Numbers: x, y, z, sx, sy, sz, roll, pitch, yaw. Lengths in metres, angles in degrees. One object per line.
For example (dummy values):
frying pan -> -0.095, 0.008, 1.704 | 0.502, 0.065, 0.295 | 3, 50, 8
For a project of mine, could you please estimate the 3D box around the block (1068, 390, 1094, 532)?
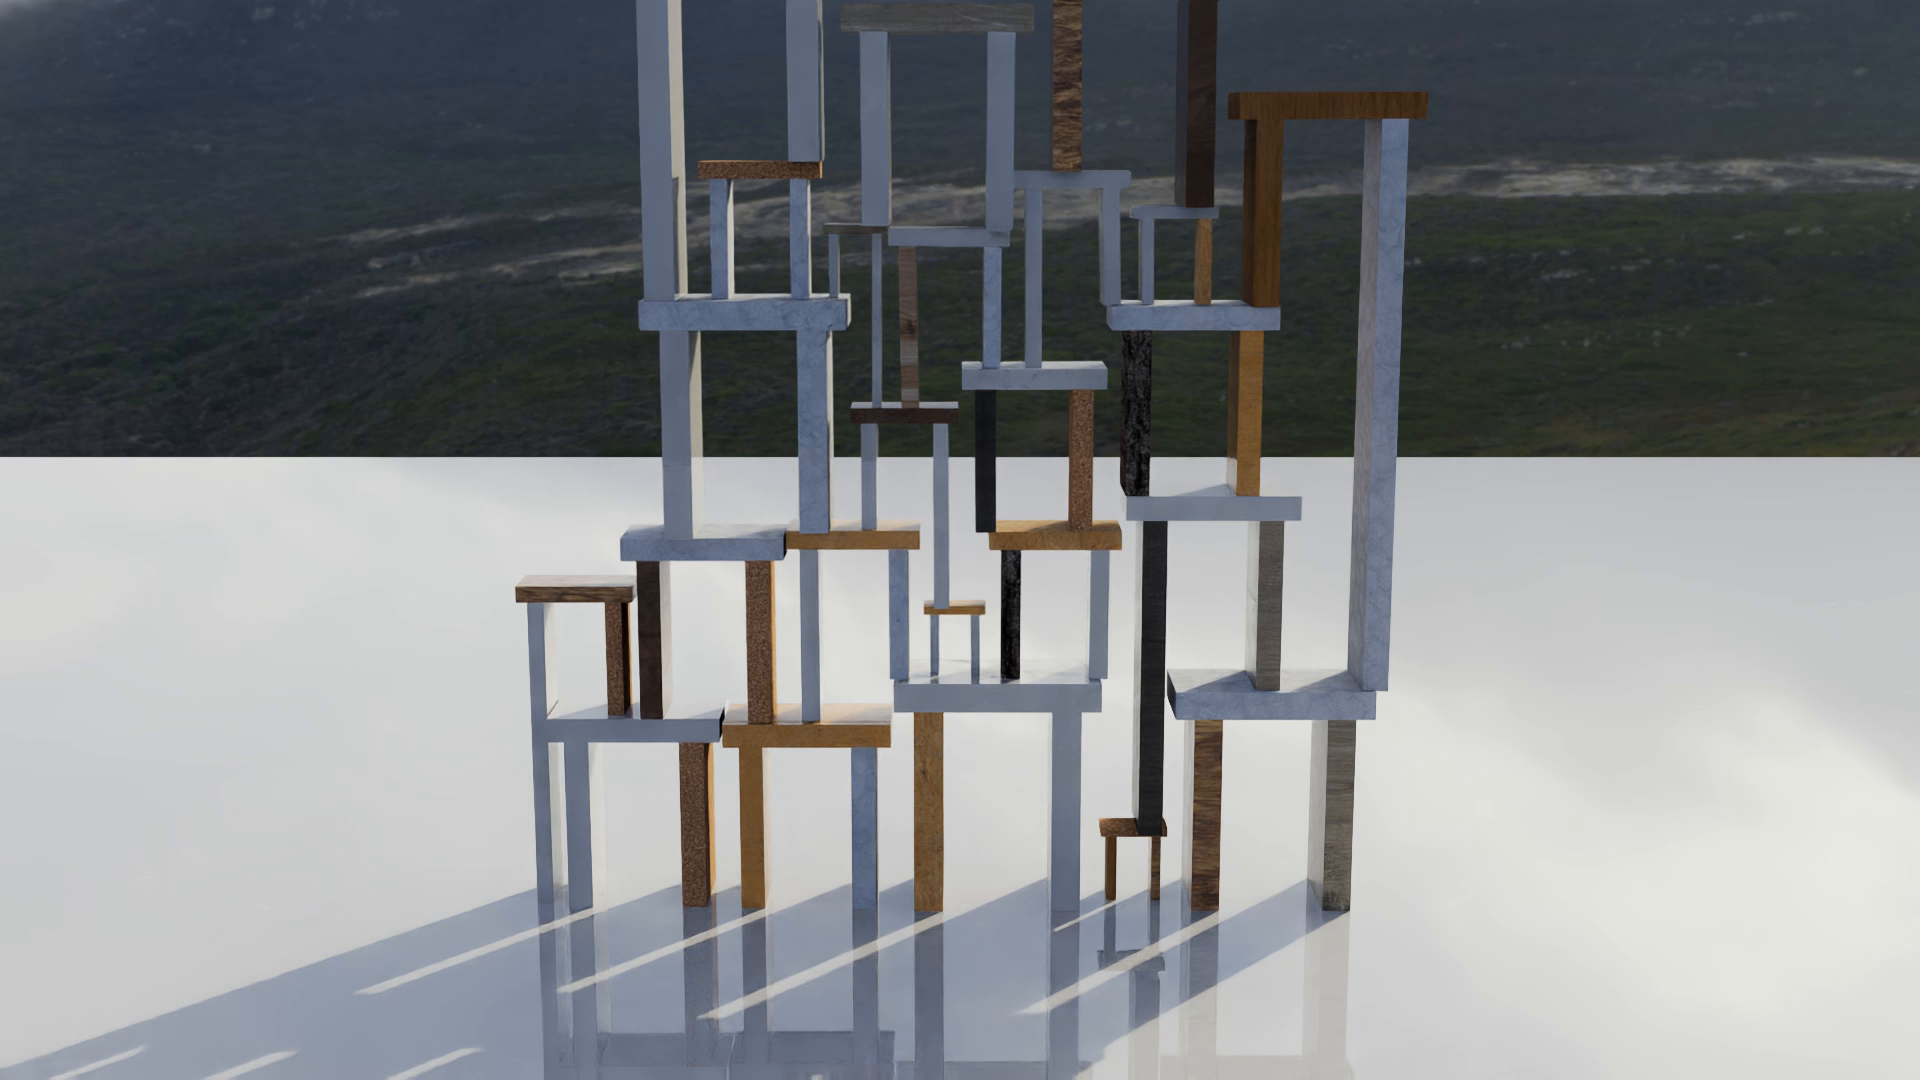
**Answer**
block -> 0.194, -0.135, 3.534 | 0.032, 0.229, 0.114 | 0, 11, 0

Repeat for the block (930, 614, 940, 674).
block -> -0.041, 0.165, 3.594 | 0.014, 0.100, 0.050 | 0, 11, 0

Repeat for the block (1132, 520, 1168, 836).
block -> 0.309, 0.213, 3.597 | 0.039, 0.520, 0.139 | 0, 11, 0

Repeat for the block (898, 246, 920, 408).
block -> -0.081, -0.341, 3.495 | 0.027, 0.254, 0.095 | -1, 11, 0

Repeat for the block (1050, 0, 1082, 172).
block -> 0.164, -0.728, 3.415 | 0.043, 0.304, 0.152 | 0, 11, 0

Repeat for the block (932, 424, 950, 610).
block -> -0.030, -0.045, 3.550 | 0.024, 0.300, 0.085 | 0, 11, 0

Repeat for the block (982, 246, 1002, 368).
block -> 0.050, -0.372, 3.486 | 0.027, 0.190, 0.095 | 0, 11, -1

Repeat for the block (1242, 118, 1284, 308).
block -> 0.475, -0.516, 3.460 | 0.041, 0.287, 0.144 | 0, 11, 0

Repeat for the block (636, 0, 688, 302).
block -> -0.466, -0.656, 3.441 | 0.048, 0.549, 0.168 | 0, 10, 0

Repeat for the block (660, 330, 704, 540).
block -> -0.445, -0.177, 3.528 | 0.046, 0.332, 0.161 | 0, 11, 0

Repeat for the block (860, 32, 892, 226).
block -> -0.131, -0.643, 3.440 | 0.042, 0.293, 0.147 | 0, 11, 0

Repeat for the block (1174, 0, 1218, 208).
block -> 0.367, -0.702, 3.425 | 0.043, 0.359, 0.152 | 0, 11, -1

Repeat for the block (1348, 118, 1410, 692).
block -> 0.666, -0.214, 3.517 | 0.041, 0.903, 0.144 | 0, 11, 0

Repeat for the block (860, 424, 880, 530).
block -> -0.145, -0.108, 3.538 | 0.024, 0.171, 0.086 | 0, 11, 0

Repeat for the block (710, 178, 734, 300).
block -> -0.375, -0.476, 3.469 | 0.026, 0.186, 0.093 | 0, 10, 0

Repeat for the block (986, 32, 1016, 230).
block -> 0.062, -0.640, 3.442 | 0.042, 0.300, 0.147 | 0, 11, 0

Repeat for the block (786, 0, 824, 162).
block -> -0.241, -0.761, 3.425 | 0.048, 0.337, 0.168 | 0, 10, -1

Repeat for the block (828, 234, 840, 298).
block -> -0.199, -0.435, 3.483 | 0.014, 0.101, 0.050 | 0, 10, 0

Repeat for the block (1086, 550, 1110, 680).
block -> 0.224, 0.111, 3.582 | 0.030, 0.212, 0.106 | 0, 11, 0

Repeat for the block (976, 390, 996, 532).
block -> 0.041, -0.135, 3.535 | 0.032, 0.229, 0.114 | 0, 11, 1

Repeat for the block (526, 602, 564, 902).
block -> -0.683, 0.341, 3.627 | 0.027, 0.506, 0.094 | 0, 11, 0

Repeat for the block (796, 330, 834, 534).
block -> -0.231, -0.183, 3.527 | 0.046, 0.321, 0.161 | 0, 11, 0

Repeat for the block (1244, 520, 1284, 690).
block -> 0.494, 0.093, 3.576 | 0.039, 0.277, 0.139 | 0, 11, 0

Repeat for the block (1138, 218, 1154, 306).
block -> 0.294, -0.441, 3.474 | 0.019, 0.134, 0.067 | -1, 11, 0

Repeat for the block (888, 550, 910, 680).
block -> -0.099, 0.110, 3.580 | 0.030, 0.213, 0.107 | 0, 11, 0

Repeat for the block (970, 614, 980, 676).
block -> 0.025, 0.166, 3.591 | 0.014, 0.100, 0.050 | -1, 11, 0

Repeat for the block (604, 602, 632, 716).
block -> -0.558, 0.184, 3.598 | 0.027, 0.187, 0.094 | 0, 11, 0

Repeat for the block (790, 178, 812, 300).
block -> -0.251, -0.476, 3.468 | 0.026, 0.186, 0.093 | 0, 10, -1

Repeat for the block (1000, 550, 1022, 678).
block -> 0.082, 0.111, 3.583 | 0.030, 0.212, 0.106 | 0, 11, 0

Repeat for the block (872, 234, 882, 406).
block -> -0.131, -0.350, 3.495 | 0.014, 0.272, 0.050 | 0, 11, 0

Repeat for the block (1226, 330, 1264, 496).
block -> 0.455, -0.210, 3.517 | 0.037, 0.262, 0.131 | 0, 11, 0

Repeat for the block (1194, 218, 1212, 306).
block -> 0.384, -0.441, 3.474 | 0.019, 0.134, 0.067 | 0, 11, 0

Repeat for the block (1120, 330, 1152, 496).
block -> 0.281, -0.210, 3.517 | 0.037, 0.262, 0.131 | 0, 11, 0

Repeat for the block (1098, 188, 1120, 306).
block -> 0.236, -0.464, 3.470 | 0.026, 0.182, 0.091 | -2, 11, -1

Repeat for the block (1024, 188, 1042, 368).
block -> 0.115, -0.416, 3.477 | 0.026, 0.280, 0.091 | 0, 11, 0
